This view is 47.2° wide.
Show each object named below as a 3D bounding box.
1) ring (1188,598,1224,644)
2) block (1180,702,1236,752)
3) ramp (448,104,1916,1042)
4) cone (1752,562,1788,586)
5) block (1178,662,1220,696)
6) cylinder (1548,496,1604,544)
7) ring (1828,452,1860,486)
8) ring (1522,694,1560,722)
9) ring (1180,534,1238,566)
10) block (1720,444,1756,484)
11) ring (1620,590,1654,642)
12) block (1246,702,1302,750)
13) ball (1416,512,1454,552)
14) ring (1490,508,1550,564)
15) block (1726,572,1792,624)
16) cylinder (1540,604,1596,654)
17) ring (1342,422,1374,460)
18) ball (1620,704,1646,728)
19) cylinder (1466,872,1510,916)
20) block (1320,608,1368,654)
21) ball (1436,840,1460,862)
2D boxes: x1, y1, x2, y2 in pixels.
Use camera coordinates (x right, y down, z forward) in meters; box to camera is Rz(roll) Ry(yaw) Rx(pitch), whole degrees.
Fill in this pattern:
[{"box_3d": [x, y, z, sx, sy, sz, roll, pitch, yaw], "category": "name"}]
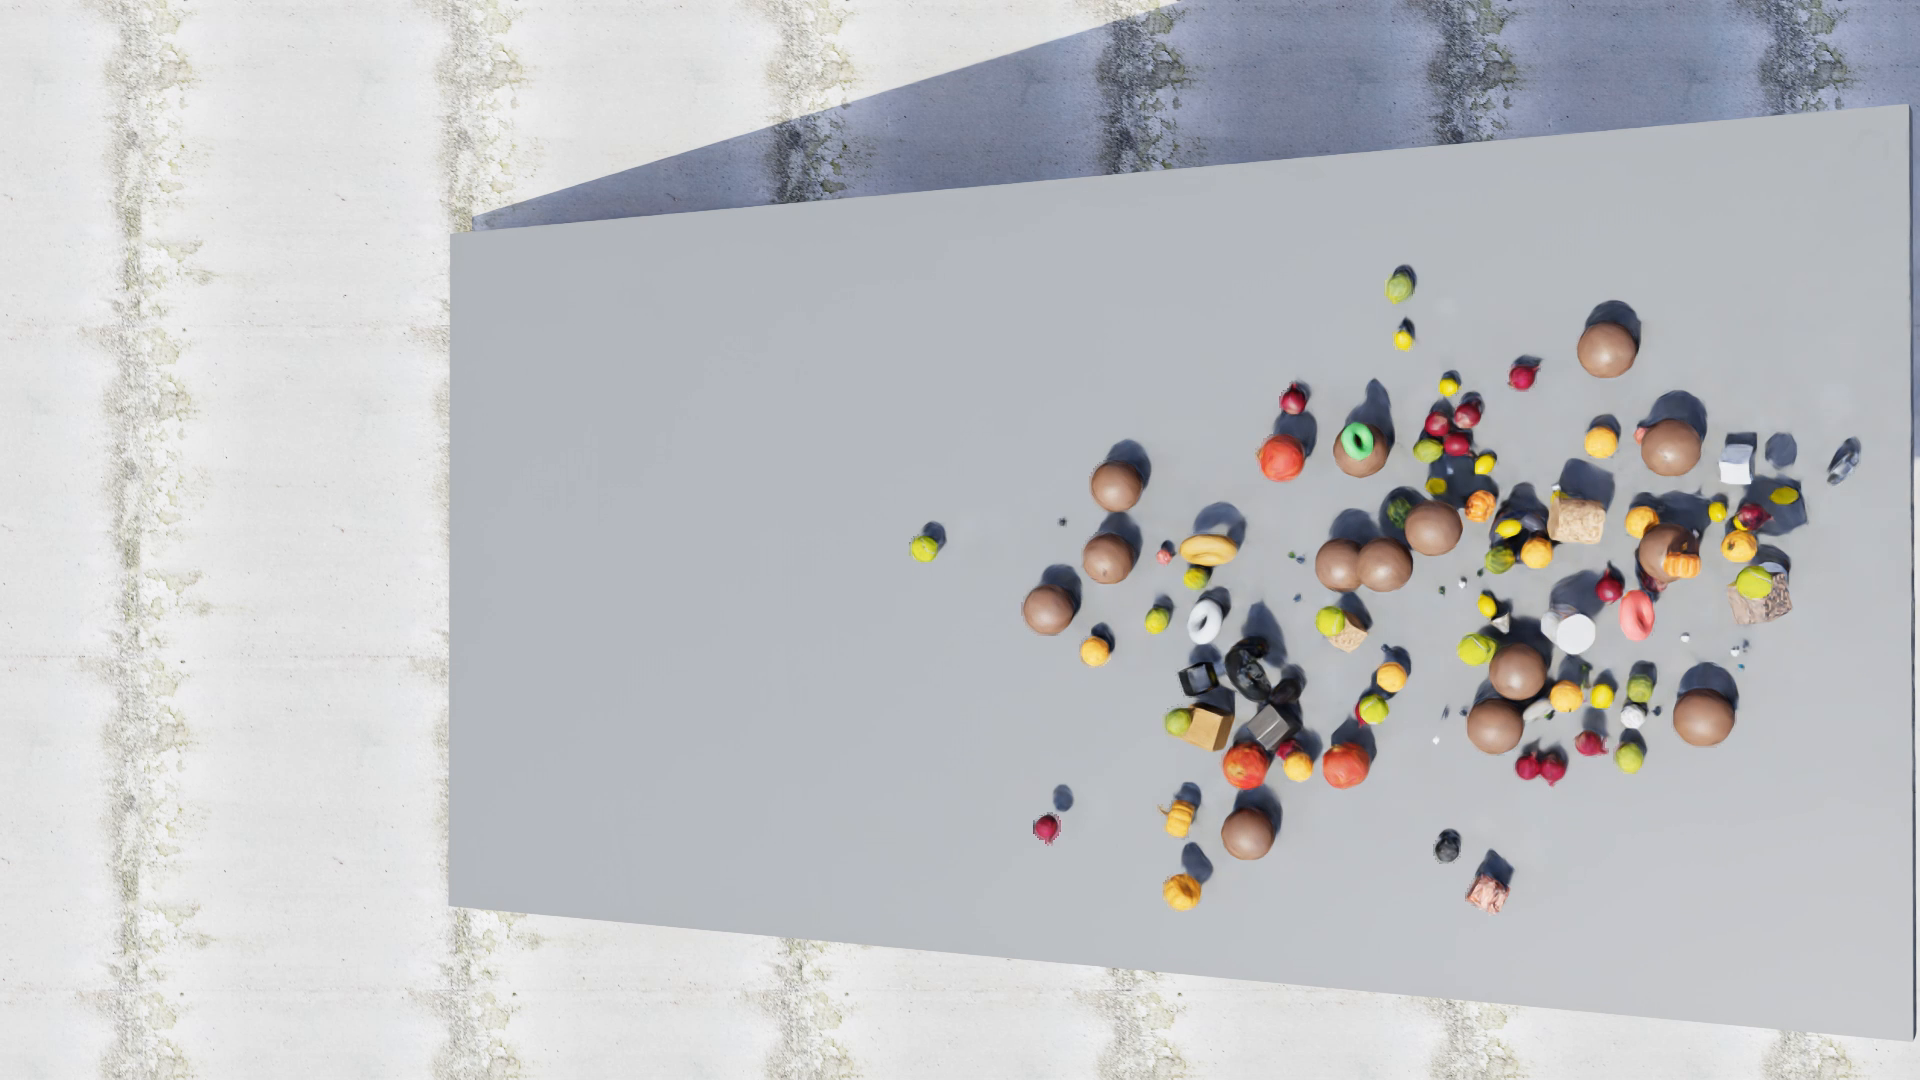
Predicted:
[{"box_3d": [0.600, 0.198, 5.383, 0.039, 0.117, 0.117, 19, 89, -27], "category": "ring"}, {"box_3d": [0.604, 0.456, 5.375, 0.090, 0.090, 0.090, 20, 99, 26], "category": "block"}, {"box_3d": [0.277, 0.078, 5.657, 4.000, 0.100, 2.000, 0, 89, 28], "category": "ramp"}, {"box_3d": [1.757, 0.107, 4.734, 0.094, 0.094, 0.094, -1, 108, -3], "category": "cone"}, {"box_3d": [0.583, 0.340, 5.375, 0.064, 0.064, 0.064, -21, 93, -29], "category": "block"}, {"box_3d": [1.373, -0.043, 4.903, 0.098, 0.098, 0.098, 5, 89, 0], "category": "cylinder"}, {"box_3d": [1.893, -0.152, 4.712, 0.029, 0.087, 0.087, 39, 90, 11], "category": "ring"}, {"box_3d": [1.321, 0.383, 5.002, 0.093, 0.093, 0.031, -30, 72, 0], "category": "ring"}, {"box_3d": [0.605, 0.024, 5.351, 0.142, 0.142, 0.047, 3, 71, 0], "category": "ring"}, {"box_3d": [1.701, -0.166, 4.810, 0.060, 0.060, 0.060, 5, 47, 30], "category": "block"}, {"box_3d": [1.480, 0.165, 4.810, 0.114, 0.038, 0.114, 5, 83, -44], "category": "ring"}, {"box_3d": [0.757, 0.448, 5.299, 0.081, 0.081, 0.081, -46, 68, 20], "category": "block"}, {"box_3d": [1.106, -0.019, 5.118, 0.090, 0.090, 0.090, 0, 89, 0], "category": "ball"}, {"box_3d": [1.283, -0.009, 5.040, 0.136, 0.045, 0.136, 5, 107, 17], "category": "ring"}, {"box_3d": [1.651, 0.119, 4.544, 0.083, 0.083, 0.083, -22, 99, -31], "category": "block"}, {"box_3d": [1.360, 0.198, 4.920, 0.091, 0.091, 0.091, -2, 105, -7], "category": "cylinder"}, {"box_3d": [0.920, -0.229, 5.083, 0.087, 0.029, 0.087, 7, 75, -29], "category": "ring"}, {"box_3d": [1.507, 0.395, 4.924, 0.054, 0.054, 0.054, 0, 89, 0], "category": "ball"}, {"box_3d": [1.211, 0.810, 5.037, 0.071, 0.071, 0.071, 29, 89, 9], "category": "cylinder"}, {"box_3d": [0.912, 0.214, 5.214, 0.067, 0.067, 0.067, 24, 116, -36], "category": "block"}, {"box_3d": [1.133, 0.723, 5.116, 0.054, 0.054, 0.054, 0, 89, 0], "category": "ball"}]
